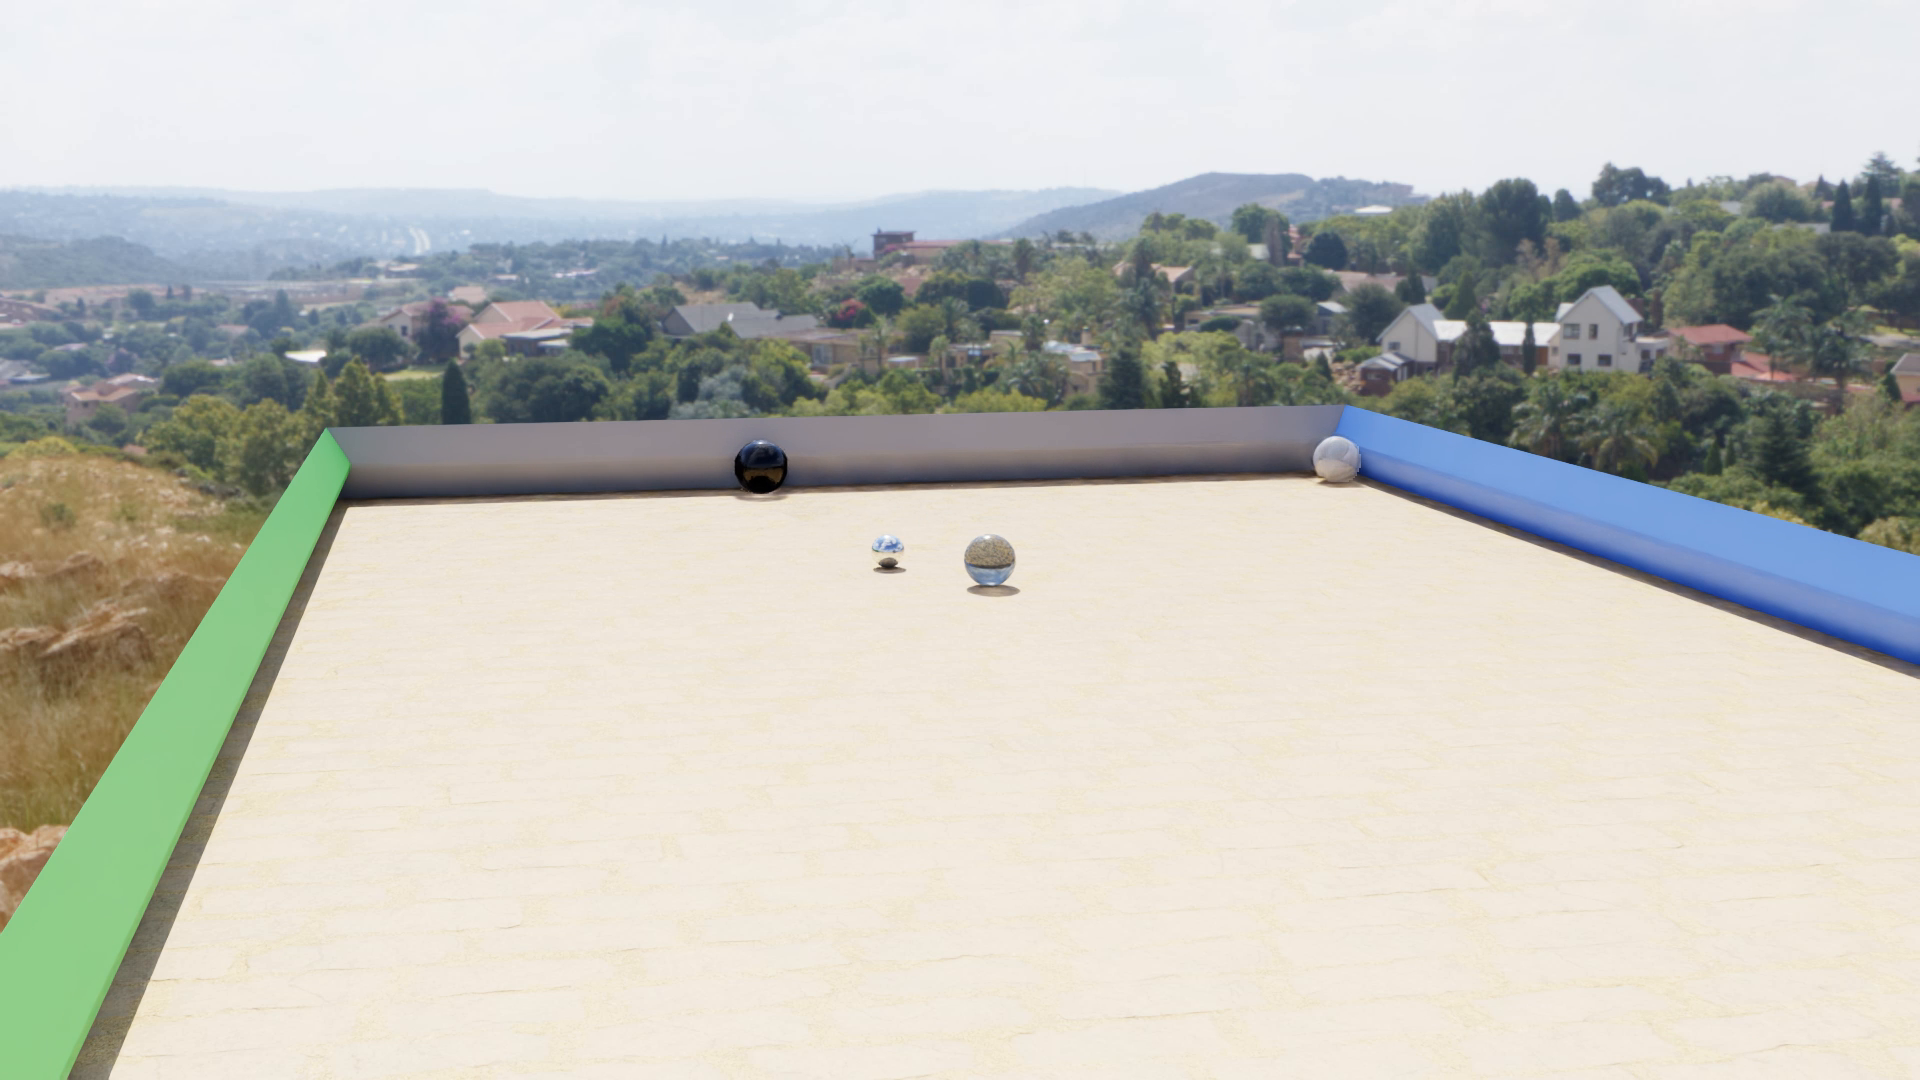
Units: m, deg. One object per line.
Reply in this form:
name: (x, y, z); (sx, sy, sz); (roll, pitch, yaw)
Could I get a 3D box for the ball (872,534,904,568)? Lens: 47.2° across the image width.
ball: (-0.108, 0.017, 3.294); (0.050, 0.050, 0.050); (0, 9, 0)

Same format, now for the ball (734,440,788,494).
ball: (-0.367, -0.135, 4.064); (0.099, 0.099, 0.099); (0, 9, 0)

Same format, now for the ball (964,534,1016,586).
ball: (0.043, 0.029, 3.142); (0.075, 0.075, 0.075); (0, 9, 0)

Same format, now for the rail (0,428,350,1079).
rail: (-0.748, 0.150, 2.237); (0.045, 0.128, 3.646); (-2, 10, -12)

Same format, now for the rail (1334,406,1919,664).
rail: (1.127, 0.085, 2.630); (0.045, 0.128, 3.646); (-2, 10, -12)

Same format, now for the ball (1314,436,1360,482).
ball: (0.722, -0.155, 4.218); (0.088, 0.088, 0.088); (0, 9, 0)

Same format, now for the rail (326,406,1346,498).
rail: (-0.184, -0.169, 4.170); (1.964, 0.128, 0.045); (-2, 10, -12)
